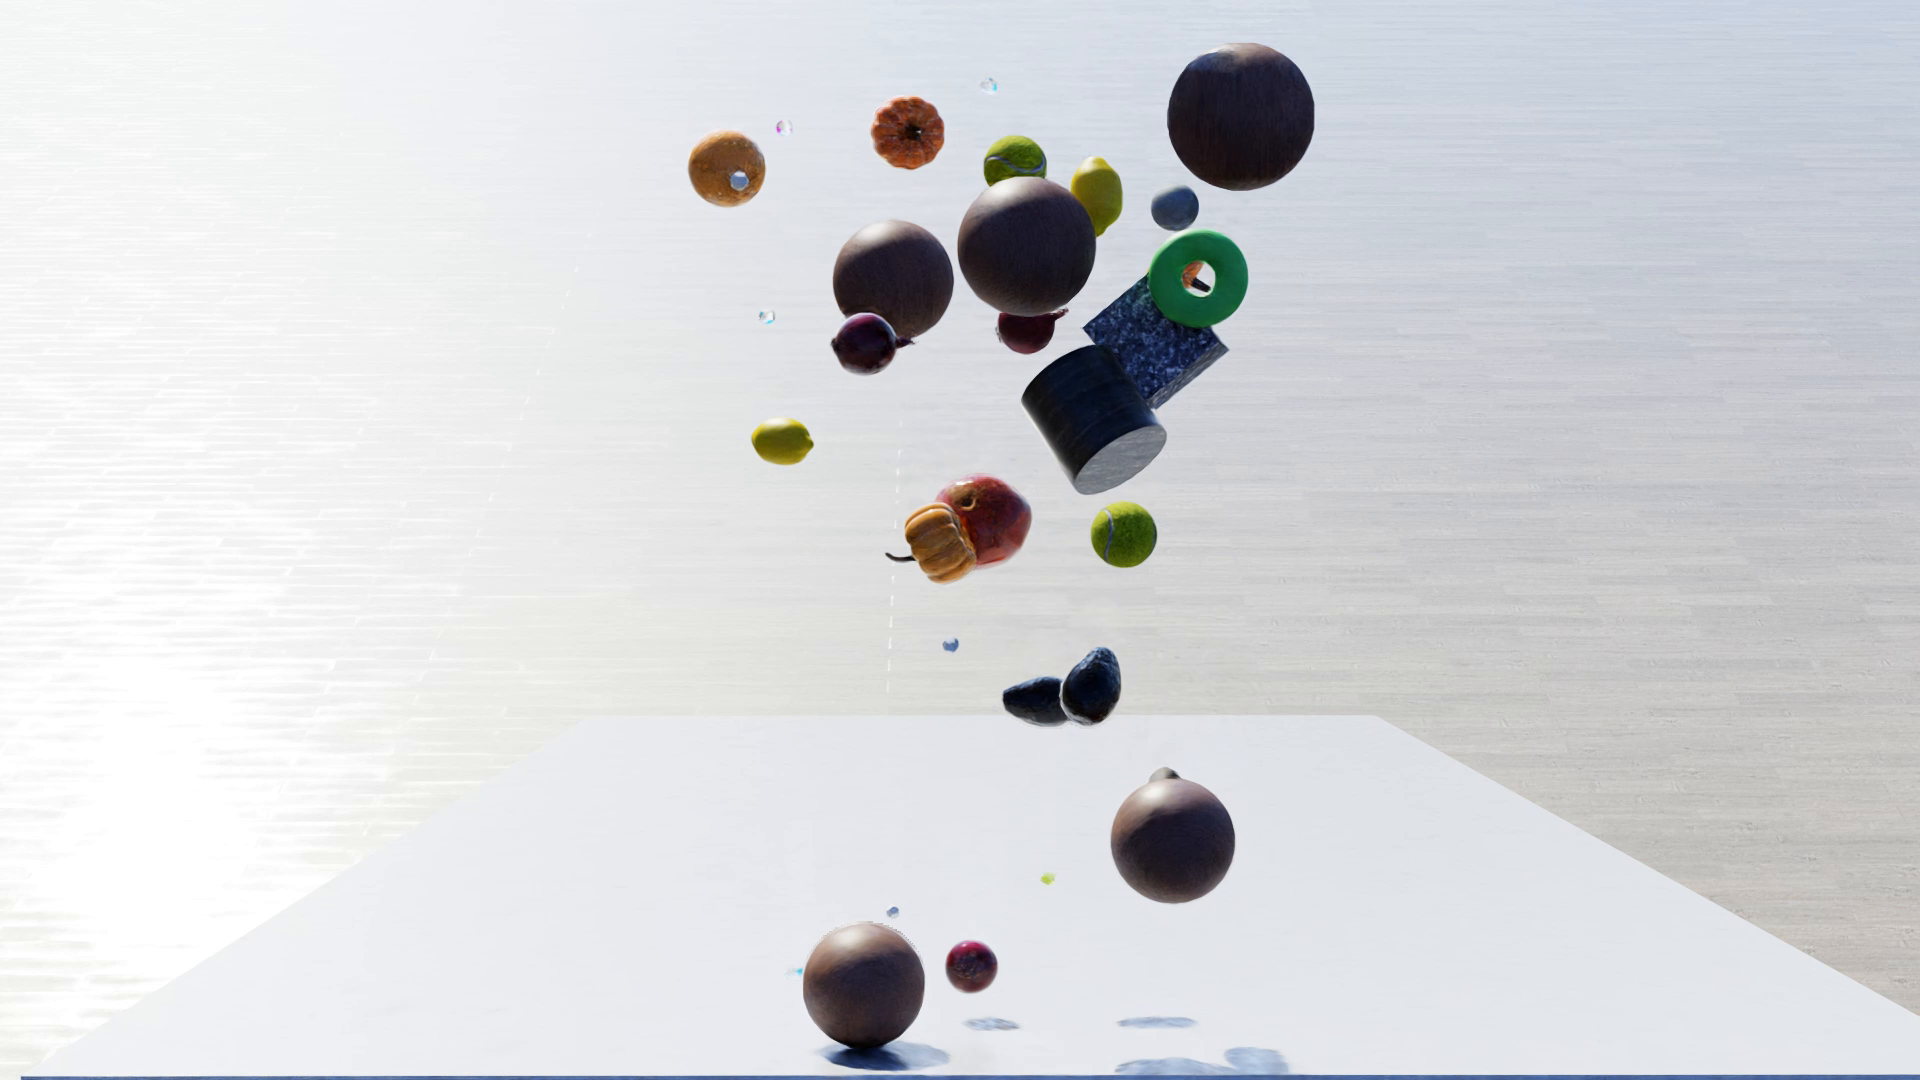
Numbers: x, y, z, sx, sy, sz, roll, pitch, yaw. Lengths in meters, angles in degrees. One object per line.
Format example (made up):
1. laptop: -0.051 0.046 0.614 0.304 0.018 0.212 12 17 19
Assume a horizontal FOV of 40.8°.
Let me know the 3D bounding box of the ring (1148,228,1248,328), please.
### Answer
1. ring: 0.224 -0.246 2.421 0.094 0.094 0.031 2 2 4

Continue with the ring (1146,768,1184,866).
1. ring: 0.221 0.298 2.779 0.035 0.106 0.106 0 26 10

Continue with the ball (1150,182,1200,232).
1. ball: 0.225 -0.349 2.704 0.051 0.051 0.051 0 26 0

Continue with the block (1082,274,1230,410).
1. block: 0.190 -0.194 2.493 0.094 0.094 0.094 -39 -8 8

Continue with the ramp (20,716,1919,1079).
1. ramp: 0.060 0.541 4.577 2.000 0.100 4.000 0 1 0

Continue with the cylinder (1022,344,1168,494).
1. cylinder: 0.124 -0.112 2.394 0.099 0.099 0.099 -17 63 -31
